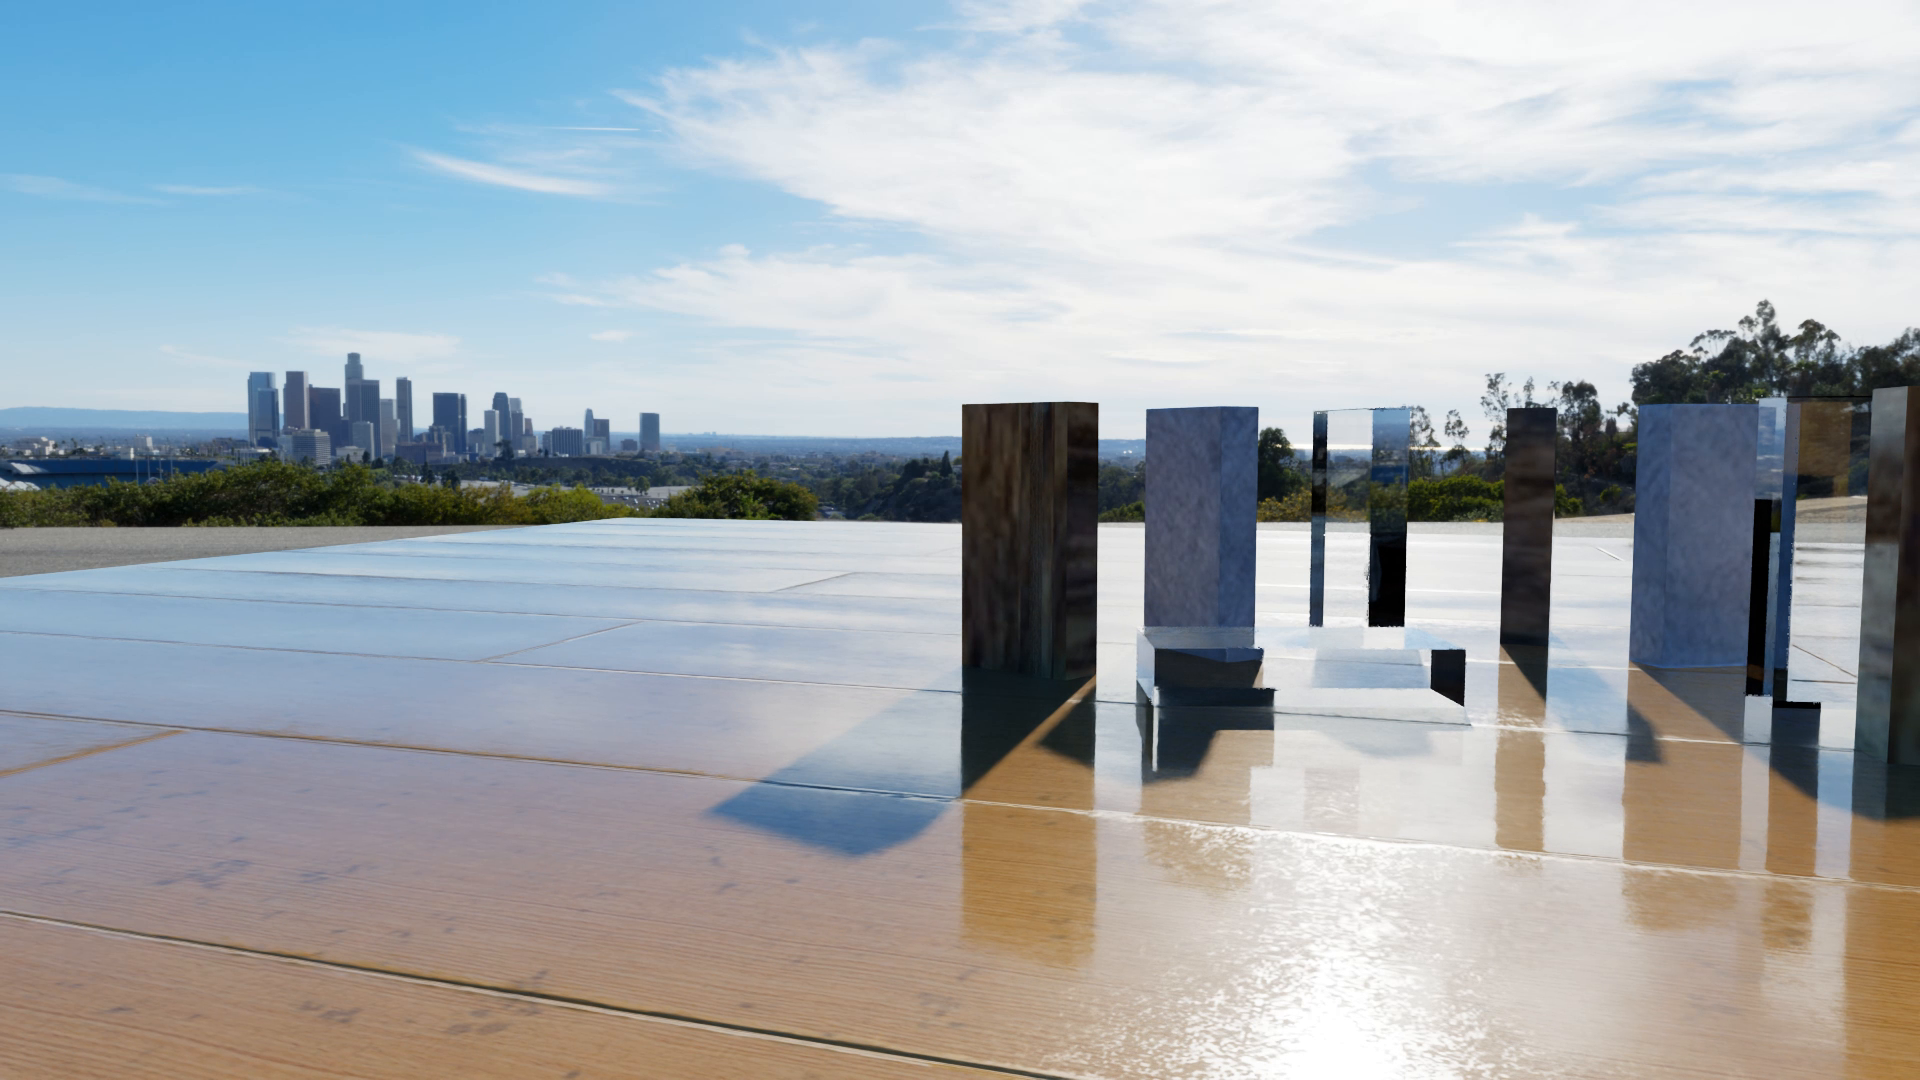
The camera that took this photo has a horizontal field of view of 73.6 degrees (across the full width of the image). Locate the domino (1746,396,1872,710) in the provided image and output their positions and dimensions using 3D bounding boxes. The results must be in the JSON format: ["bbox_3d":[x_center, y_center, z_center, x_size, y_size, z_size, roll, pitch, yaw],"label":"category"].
[{"bbox_3d":[0.144,0.002,0.208,0.025,0.050,0.010,1,4,9],"label":"domino"}]

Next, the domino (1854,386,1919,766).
[{"bbox_3d":[0.137,0.005,0.171,0.025,0.050,0.010,1,4,12],"label":"domino"}]

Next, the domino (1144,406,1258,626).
[{"bbox_3d":[0.050,-0.003,0.270,0.010,0.050,0.025,-2,5,-28],"label":"domino"}]

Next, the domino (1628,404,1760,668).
[{"bbox_3d":[0.145,-0.001,0.248,0.025,0.050,0.009,-1,4,-9],"label":"domino"}]

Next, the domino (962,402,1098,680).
[{"bbox_3d":[0.013,-0.001,0.241,0.025,0.050,0.010,4,6,41],"label":"domino"}]

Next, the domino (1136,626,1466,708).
[{"bbox_3d":[0.057,0.021,0.220,0.050,0.009,0.025,0,4,1],"label":"domino"}]

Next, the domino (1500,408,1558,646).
[{"bbox_3d":[0.125,-0.004,0.281,0.009,0.050,0.025,2,5,26],"label":"domino"}]

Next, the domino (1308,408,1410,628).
[{"bbox_3d":[0.088,-0.004,0.284,0.009,0.050,0.025,-1,4,-12],"label":"domino"}]
